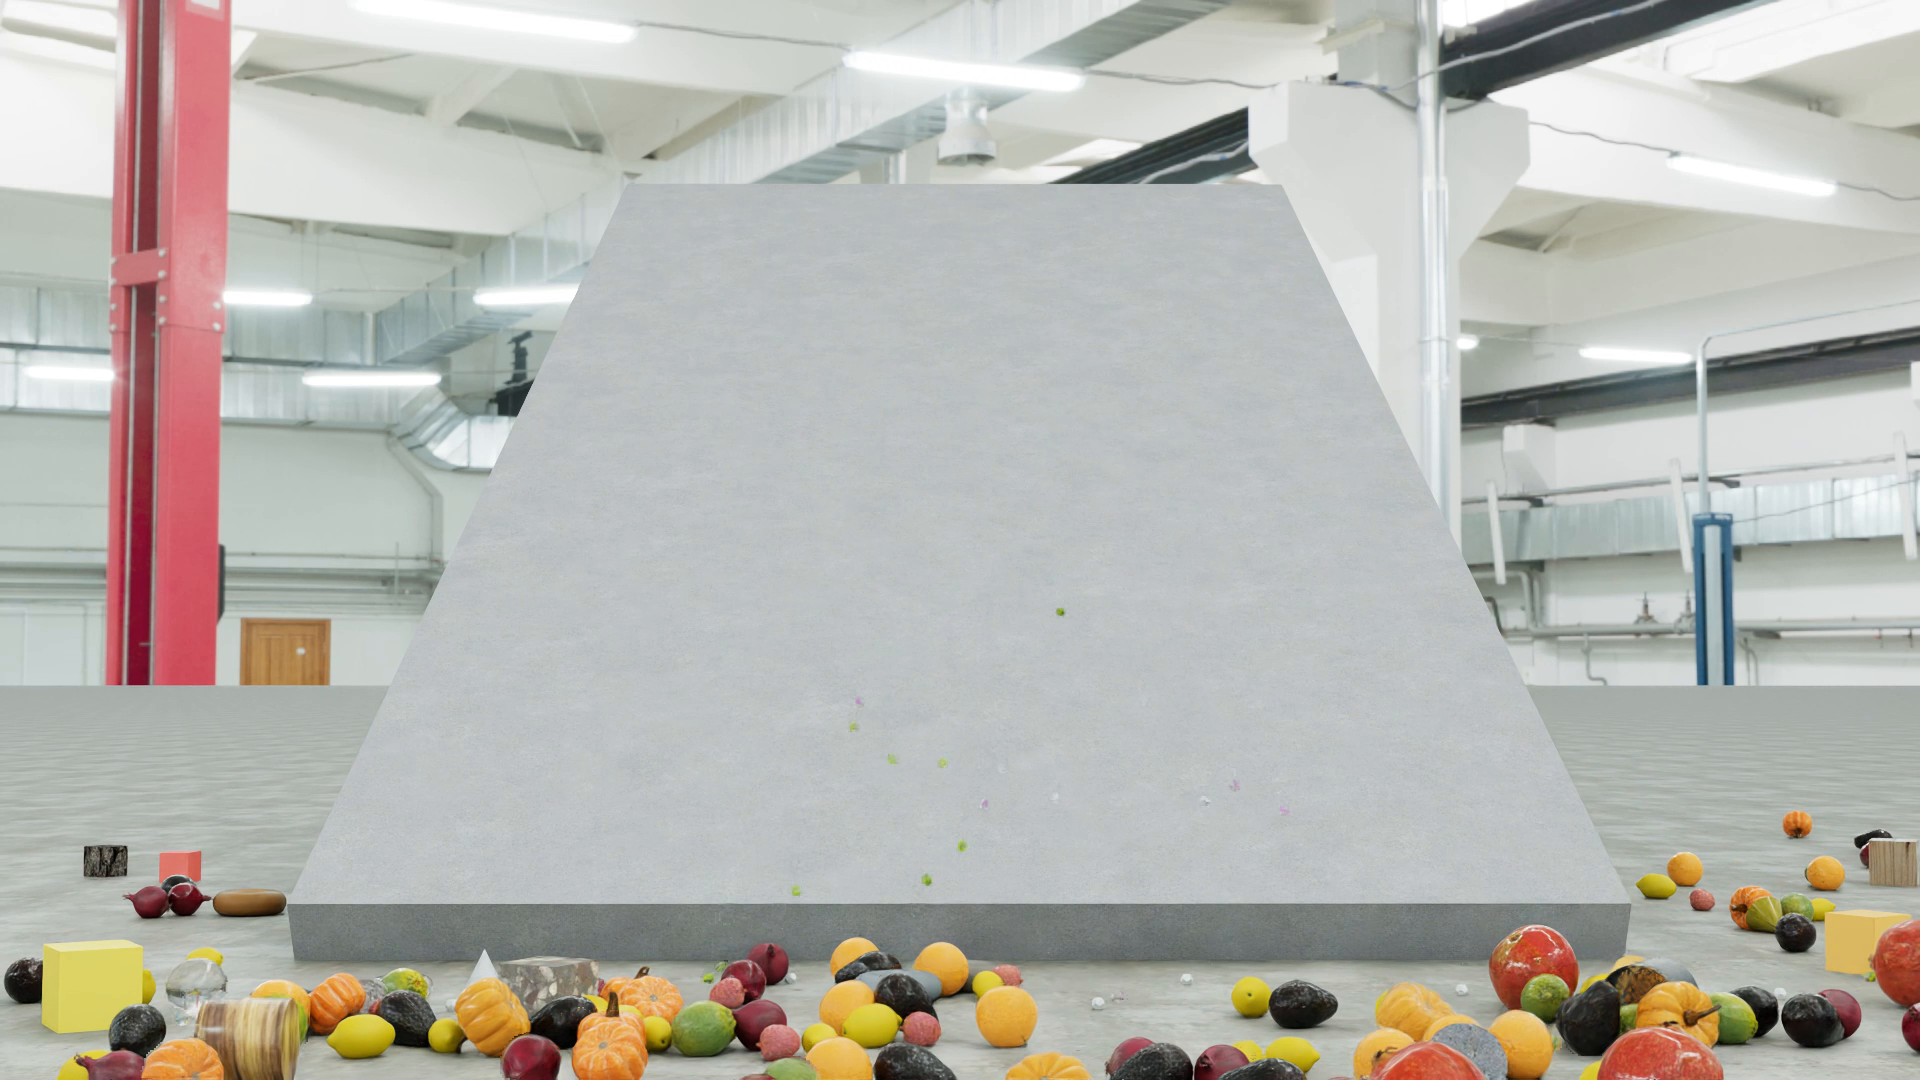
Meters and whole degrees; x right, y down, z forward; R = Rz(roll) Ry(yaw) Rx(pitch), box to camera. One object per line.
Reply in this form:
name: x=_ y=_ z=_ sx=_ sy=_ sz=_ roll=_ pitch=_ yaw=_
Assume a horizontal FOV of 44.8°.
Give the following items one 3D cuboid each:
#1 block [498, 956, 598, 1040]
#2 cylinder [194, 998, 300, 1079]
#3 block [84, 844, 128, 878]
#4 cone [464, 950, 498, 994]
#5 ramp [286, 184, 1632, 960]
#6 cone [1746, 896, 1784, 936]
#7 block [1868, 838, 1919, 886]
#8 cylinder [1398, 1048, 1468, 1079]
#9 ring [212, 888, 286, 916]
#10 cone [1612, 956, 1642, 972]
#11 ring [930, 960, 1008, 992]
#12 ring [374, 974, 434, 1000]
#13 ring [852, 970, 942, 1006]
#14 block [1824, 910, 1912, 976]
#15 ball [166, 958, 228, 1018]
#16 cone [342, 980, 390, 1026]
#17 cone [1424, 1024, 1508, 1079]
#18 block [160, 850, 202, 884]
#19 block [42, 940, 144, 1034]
block: x=-0.493 y=0.547 z=2.786 sx=0.084 sy=0.084 sz=0.084 roll=-2 pitch=-4 yaw=28
cylinder: x=-0.744 y=0.524 z=2.431 sx=0.088 sy=0.088 sz=0.088 roll=0 pitch=-3 yaw=-3
block: x=-1.837 y=0.690 z=5.003 sx=0.064 sy=0.064 sz=0.064 roll=-2 pitch=-4 yaw=35
cone: x=-0.644 y=0.583 z=3.153 sx=0.057 sy=0.057 sz=0.057 roll=0 pitch=-3 yaw=0
ramp: x=-0.008 y=-0.228 z=5.307 sx=2.000 sy=0.100 sz=4.000 roll=0 pitch=24 yaw=0
cone: x=1.353 y=0.639 z=3.869 sx=0.066 sy=0.066 sz=0.066 roll=1 pitch=23 yaw=-14
block: x=1.929 y=0.665 z=4.803 sx=0.090 sy=0.090 sz=0.090 roll=-2 pitch=-4 yaw=26
cylinder: x=0.463 y=0.530 z=2.263 sx=0.057 sy=0.057 sz=0.057 roll=-21 pitch=-8 yaw=11
ring: x=-1.278 y=0.652 z=4.186 sx=0.128 sy=0.043 sz=0.128 roll=1 pitch=-4 yaw=0
cone: x=0.927 y=0.602 z=3.191 sx=0.050 sy=0.050 sz=0.050 roll=-2 pitch=-31 yaw=32
ring: x=0.012 y=0.595 z=3.177 sx=0.107 sy=0.036 sz=0.107 roll=1 pitch=-4 yaw=0
ring: x=-0.743 y=0.594 z=3.094 sx=0.083 sy=0.028 sz=0.083 roll=0 pitch=-2 yaw=0
ring: x=-0.083 y=0.585 z=3.039 sx=0.118 sy=0.039 sz=0.118 roll=-1 pitch=-5 yaw=0
block: x=1.315 y=0.583 z=3.368 sx=0.083 sy=0.083 sz=0.083 roll=2 pitch=-4 yaw=-32
ball: x=-0.955 y=0.561 z=2.913 sx=0.073 sy=0.073 sz=0.073 roll=0 pitch=-3 yaw=0
cone: x=-0.740 y=0.581 z=2.873 sx=0.059 sy=0.059 sz=0.059 roll=2 pitch=-30 yaw=-27
cone: x=0.512 y=0.546 z=2.373 sx=0.083 sy=0.083 sz=0.083 roll=0 pitch=-30 yaw=8
block: x=-1.627 y=0.682 z=4.855 sx=0.062 sy=0.062 sz=0.062 roll=0 pitch=-3 yaw=6
block: x=-1.061 y=0.545 z=2.846 sx=0.097 sy=0.097 sz=0.097 roll=2 pitch=-4 yaw=-32
